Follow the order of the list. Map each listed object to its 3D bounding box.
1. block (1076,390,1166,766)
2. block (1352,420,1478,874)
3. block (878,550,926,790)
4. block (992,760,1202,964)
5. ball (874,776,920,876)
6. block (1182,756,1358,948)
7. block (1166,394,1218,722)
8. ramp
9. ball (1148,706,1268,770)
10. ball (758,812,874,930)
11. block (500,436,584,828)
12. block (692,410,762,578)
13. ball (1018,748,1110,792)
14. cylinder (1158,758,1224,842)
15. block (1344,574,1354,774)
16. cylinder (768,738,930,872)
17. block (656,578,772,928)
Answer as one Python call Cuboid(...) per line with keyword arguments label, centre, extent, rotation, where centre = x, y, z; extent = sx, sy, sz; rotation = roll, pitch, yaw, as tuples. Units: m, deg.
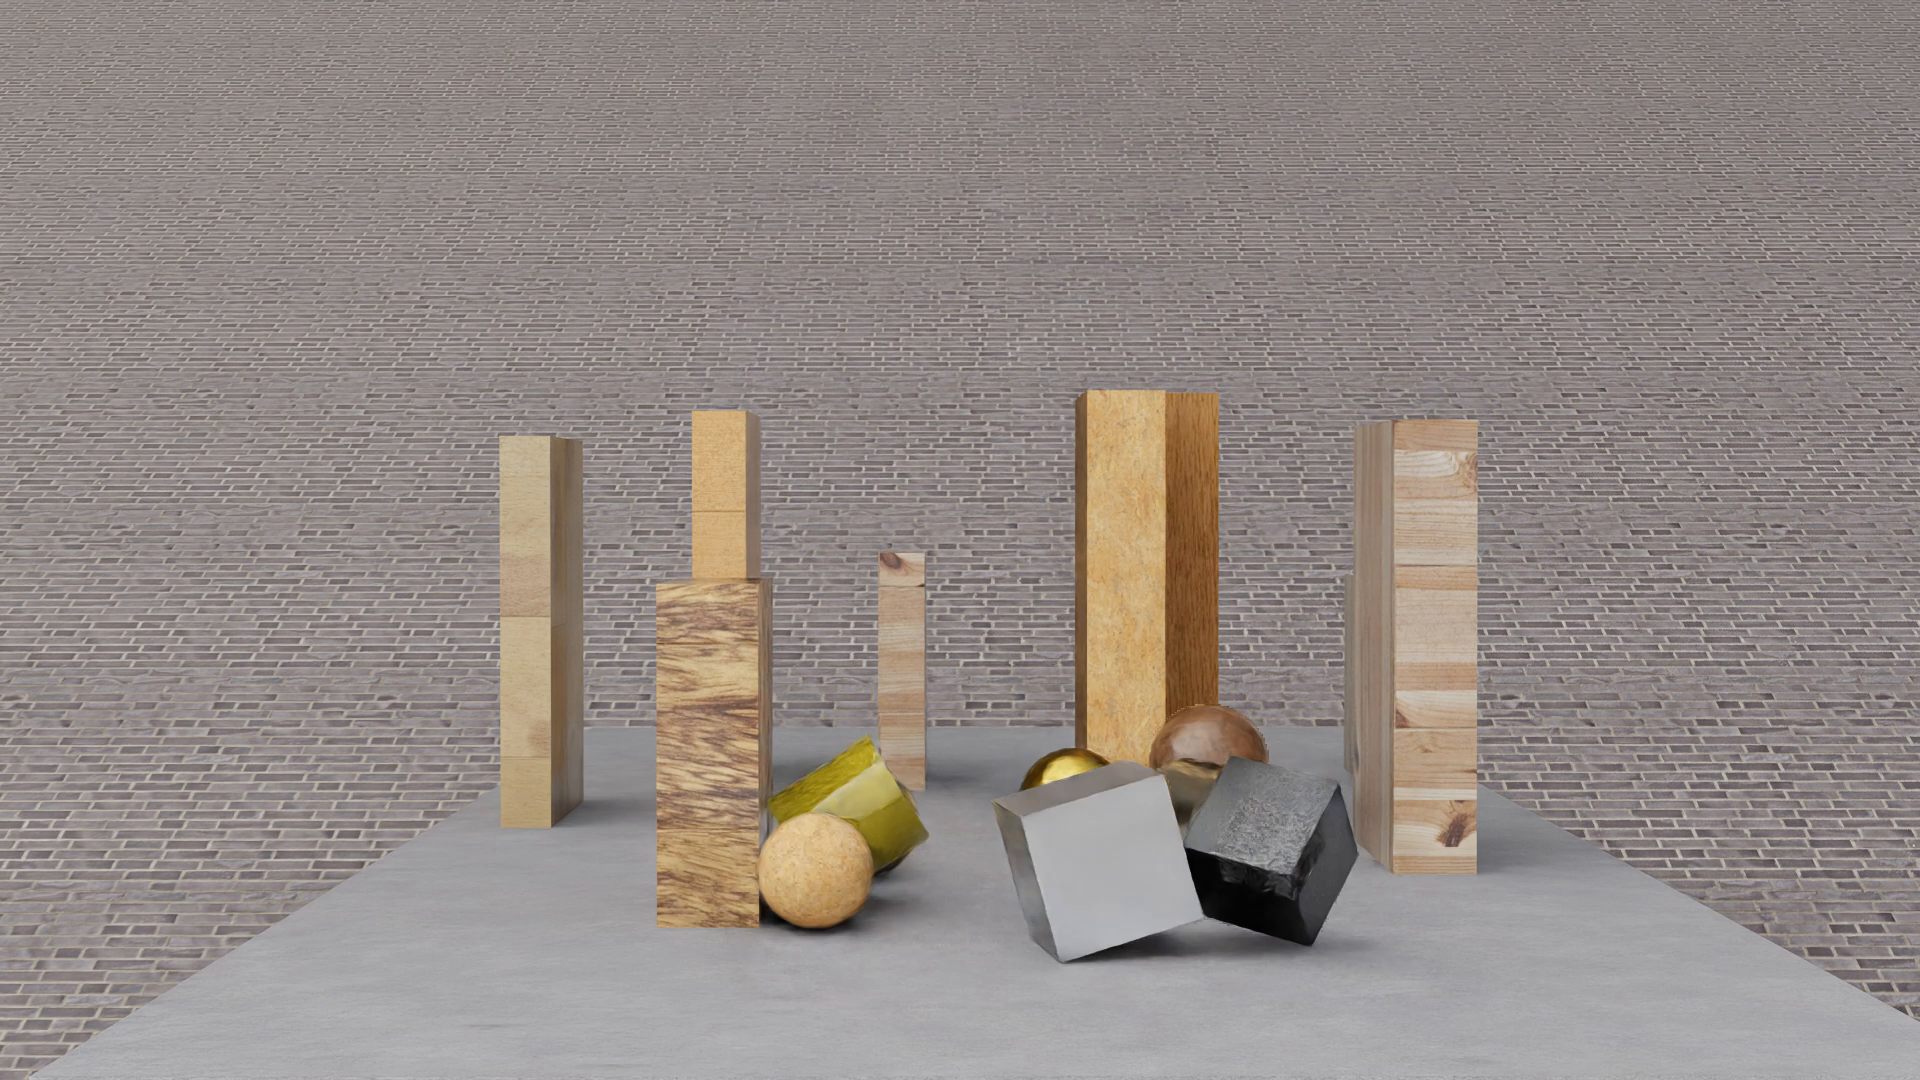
Cuboid(label="block", centre=(0.283, 0.125, 4.610), extent=(0.134, 0.766, 0.438), rotation=(0, 1, 0))
Cuboid(label="block", centre=(0.735, 0.163, 4.198), extent=(0.129, 0.704, 0.410), rotation=(0, 1, 0))
Cuboid(label="block", centre=(-0.117, 0.261, 5.321), extent=(0.092, 0.474, 0.343), rotation=(0, 1, 0))
Cuboid(label="block", centre=(0.174, 0.410, 3.328), extent=(0.191, 0.191, 0.191), rotation=(-16, 3, -10))
Cuboid(label="ball", centre=(-0.146, 0.435, 3.973), extent=(0.167, 0.167, 0.167), rotation=(0, 27, 0))
Cuboid(label="block", centre=(0.401, 0.400, 3.329), extent=(0.153, 0.153, 0.153), rotation=(12, 52, 31))
Cuboid(label="block", centre=(0.415, 0.119, 4.825), extent=(0.099, 0.771, 0.368), rotation=(0, 1, 0))
Cuboid(label="ramp", centre=(0.062, 0.559, 4.597), extent=(2.000, 0.100, 4.000), rotation=(0, 1, 0))
Cuboid(label="ball", centre=(0.414, 0.377, 4.317), extent=(0.199, 0.199, 0.199), rotation=(0, 27, 0))
Cuboid(label="ball", centre=(-0.195, 0.446, 3.486), extent=(0.157, 0.157, 0.157), rotation=(0, 27, 0))
Cuboid(label="block", centre=(-0.769, 0.160, 4.767), extent=(0.089, 0.693, 0.399), rotation=(0, 1, 0))
Cuboid(label="block", centre=(-0.490, 0.115, 5.450), extent=(0.109, 0.762, 0.404), rotation=(0, 1, 0))
Cuboid(label="ball", centre=(0.182, 0.426, 4.170), extent=(0.179, 0.179, 0.179), rotation=(0, 27, 0))
Cuboid(label="cylinder", centre=(0.386, 0.430, 3.947), extent=(0.177, 0.177, 0.177), rotation=(-12, 6, -22))
Cuboid(label="block", centre=(0.887, 0.285, 5.396), extent=(0.116, 0.421, 0.344), rotation=(0, 1, 0))
Cuboid(label="cylinder", centre=(-0.157, 0.394, 3.655), extent=(0.169, 0.169, 0.169), rotation=(-32, 33, -4))
Cuboid(label="block", centre=(-0.342, 0.290, 3.635), extent=(0.138, 0.466, 0.272), rotation=(0, 1, 0))
